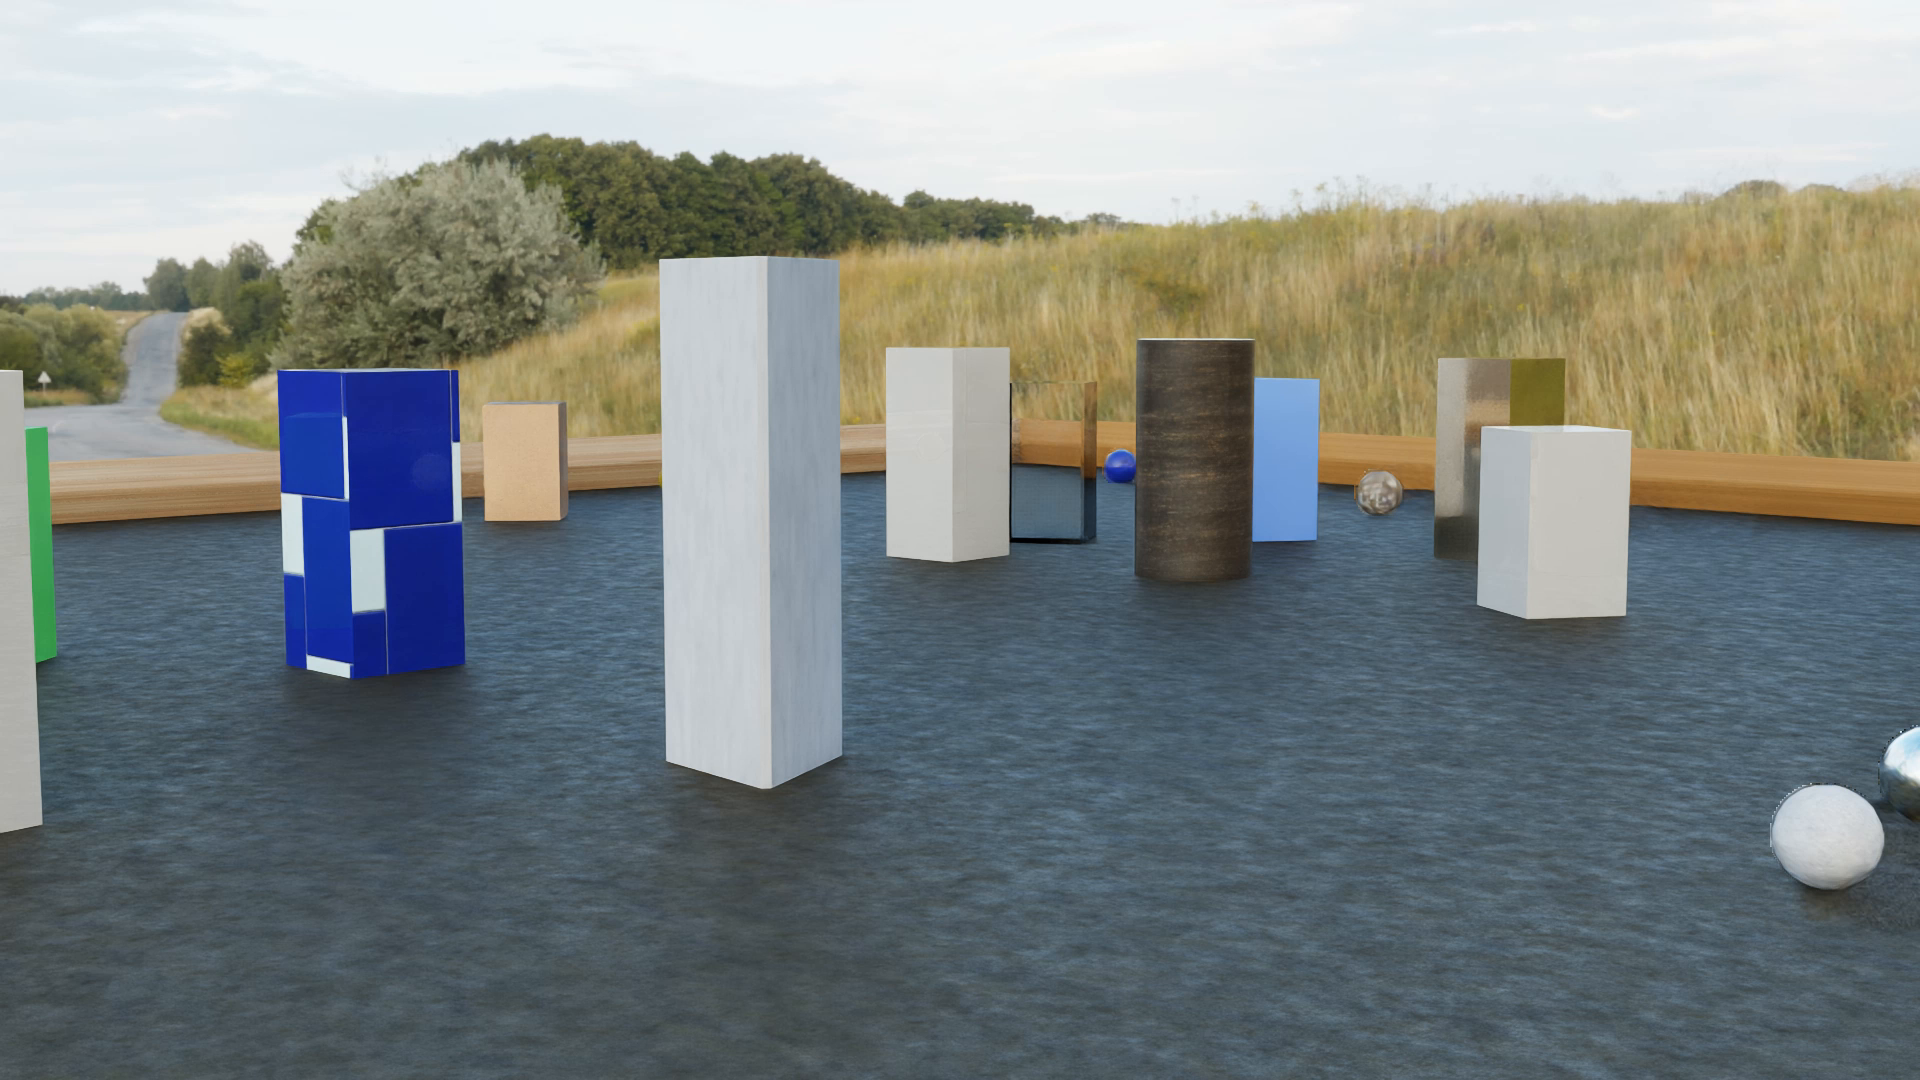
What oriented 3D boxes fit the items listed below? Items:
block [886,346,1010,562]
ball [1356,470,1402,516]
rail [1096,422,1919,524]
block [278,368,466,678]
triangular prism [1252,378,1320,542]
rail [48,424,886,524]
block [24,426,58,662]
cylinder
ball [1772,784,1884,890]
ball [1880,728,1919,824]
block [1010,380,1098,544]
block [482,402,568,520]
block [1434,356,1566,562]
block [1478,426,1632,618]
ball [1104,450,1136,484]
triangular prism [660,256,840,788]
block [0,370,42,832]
[{"bbox_3d":[-0.022,-0.160,3.994,0.158,0.378,0.158,5,8,40],"label":"block"},{"bbox_3d":[0.911,-0.101,4.775,0.099,0.099,0.099,0,6,0],"label":"ball"},{"bbox_3d":[1.683,-0.128,4.876,0.045,0.129,4.444,-5,8,-42],"label":"rail"},{"bbox_3d":[-0.738,-0.027,2.759,0.158,0.371,0.158,6,8,43],"label":"block"},{"bbox_3d":[0.597,-0.161,4.325,0.172,0.312,0.149,-1,6,-12],"label":"triangular prism"},{"bbox_3d":[-1.491,-0.134,4.939,4.626,0.129,0.045,-5,8,-42],"label":"rail"},{"bbox_3d":[-1.251,0.010,2.754,0.158,0.296,0.158,0,6,3],"label":"block"},{"bbox_3d":[0.395,-0.139,3.705,0.198,0.397,0.198,0,6,0],"label":"cylinder"},{"bbox_3d":[0.669,0.229,1.697,0.081,0.081,0.081,0,6,0],"label":"ball"},{"bbox_3d":[0.844,0.204,1.904,0.087,0.087,0.087,0,6,0],"label":"ball"},{"bbox_3d":[0.173,-0.154,4.277,0.158,0.307,0.158,2,6,14],"label":"block"},{"bbox_3d":[-0.936,-0.172,4.747,0.158,0.247,0.158,0,6,-4],"label":"block"},{"bbox_3d":[0.969,-0.146,3.951,0.158,0.360,0.158,-5,8,-39],"label":"block"},{"bbox_3d":[0.880,-0.030,3.267,0.158,0.271,0.158,-1,6,-13],"label":"block"},{"bbox_3d":[0.415,-0.188,5.657,0.090,0.090,0.090,0,6,0],"label":"ball"},{"bbox_3d":[-0.179,-0.025,2.143,0.149,0.494,0.172,-5,8,-40],"label":"triangular prism"},{"bbox_3d":[-0.908,0.054,1.873,0.158,0.393,0.158,4,7,35],"label":"block"}]
